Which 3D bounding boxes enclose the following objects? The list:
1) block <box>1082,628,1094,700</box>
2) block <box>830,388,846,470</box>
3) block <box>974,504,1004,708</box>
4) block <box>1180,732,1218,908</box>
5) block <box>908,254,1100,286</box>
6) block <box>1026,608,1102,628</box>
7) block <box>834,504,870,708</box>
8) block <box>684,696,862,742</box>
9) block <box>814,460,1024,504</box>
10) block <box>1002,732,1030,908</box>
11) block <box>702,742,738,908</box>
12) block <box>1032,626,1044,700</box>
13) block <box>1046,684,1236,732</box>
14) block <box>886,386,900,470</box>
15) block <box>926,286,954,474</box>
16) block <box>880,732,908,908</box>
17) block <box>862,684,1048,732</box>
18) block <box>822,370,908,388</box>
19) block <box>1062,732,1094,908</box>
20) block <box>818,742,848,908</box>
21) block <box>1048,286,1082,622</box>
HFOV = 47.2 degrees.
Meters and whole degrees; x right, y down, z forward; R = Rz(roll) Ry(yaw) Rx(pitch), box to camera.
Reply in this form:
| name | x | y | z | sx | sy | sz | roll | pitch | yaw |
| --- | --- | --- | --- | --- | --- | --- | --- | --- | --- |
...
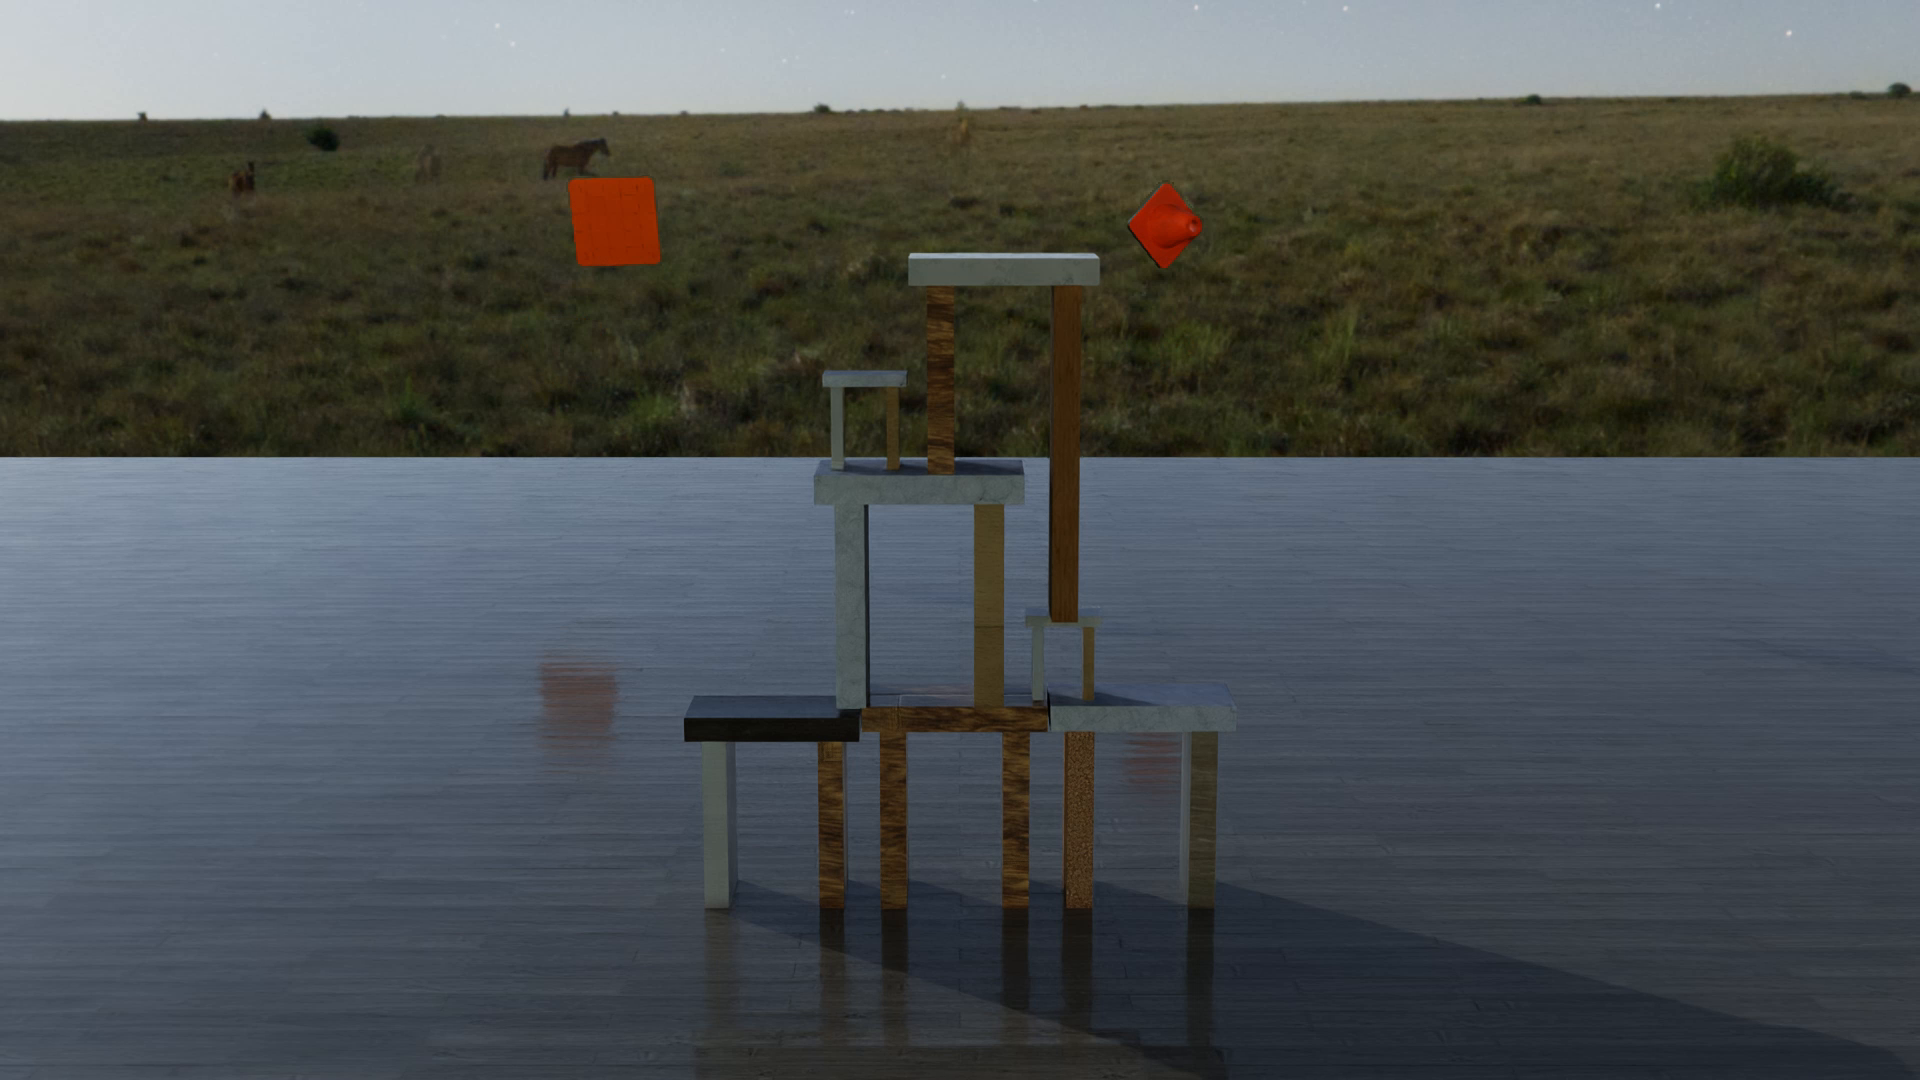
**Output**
| name | x | y | z | sx | sy | sz | roll | pitch | yaw |
| --- | --- | --- | --- | --- | --- | --- | --- | --- | --- |
| block | 0.209 | 0.195 | 3.592 | 0.017 | 0.122 | 0.061 | 0 | 11 | 0 |
| block | -0.196 | -0.183 | 3.528 | 0.019 | 0.133 | 0.067 | 0 | 11 | 0 |
| block | 0.046 | 0.092 | 3.575 | 0.047 | 0.331 | 0.166 | 0 | 11 | 0 |
| block | 0.395 | 0.442 | 3.646 | 0.042 | 0.299 | 0.149 | 0 | 11 | 0 |
| block | 0.068 | -0.428 | 3.476 | 0.296 | 0.042 | 0.148 | 0 | 11 | 0 |
| block | 0.168 | 0.126 | 3.580 | 0.122 | 0.017 | 0.061 | 0 | 11 | 1 |
| block | -0.174 | 0.092 | 3.575 | 0.047 | 0.331 | 0.166 | 0 | 11 | 0 |
| block | -0.304 | 0.293 | 3.615 | 0.282 | 0.040 | 0.141 | 0 | 11 | 0 |
| block | -0.064 | -0.094 | 3.540 | 0.331 | 0.047 | 0.166 | 0 | 11 | 0 |
| block | 0.091 | 0.443 | 3.644 | 0.042 | 0.299 | 0.149 | 0 | 11 | 0 |
| block | -0.398 | 0.451 | 3.644 | 0.040 | 0.282 | 0.141 | 0 | 11 | 0 |
| block | 0.127 | 0.195 | 3.593 | 0.017 | 0.122 | 0.061 | 0 | 11 | 0 |
| block | 0.295 | 0.275 | 3.614 | 0.299 | 0.042 | 0.149 | 0 | 11 | 0 |
| block | -0.107 | -0.183 | 3.528 | 0.019 | 0.133 | 0.067 | 0 | 11 | 0 |
| block | -0.030 | -0.262 | 3.507 | 0.042 | 0.296 | 0.148 | 0 | 11 | 0 |
| block | -0.108 | 0.443 | 3.644 | 0.042 | 0.299 | 0.149 | 0 | 11 | 0 |
| block | -0.009 | 0.275 | 3.612 | 0.299 | 0.042 | 0.149 | 0 | 11 | 0 |
| block | -0.151 | -0.258 | 3.514 | 0.133 | 0.019 | 0.067 | 0 | 11 | 0 |
| block | 0.196 | 0.442 | 3.646 | 0.042 | 0.299 | 0.149 | 0 | 11 | 0 |
| block | -0.210 | 0.451 | 3.644 | 0.040 | 0.282 | 0.141 | 0 | 11 | 0 |
| block | 0.167 | -0.145 | 3.529 | 0.042 | 0.534 | 0.148 | 0 | 11 | 0 |
